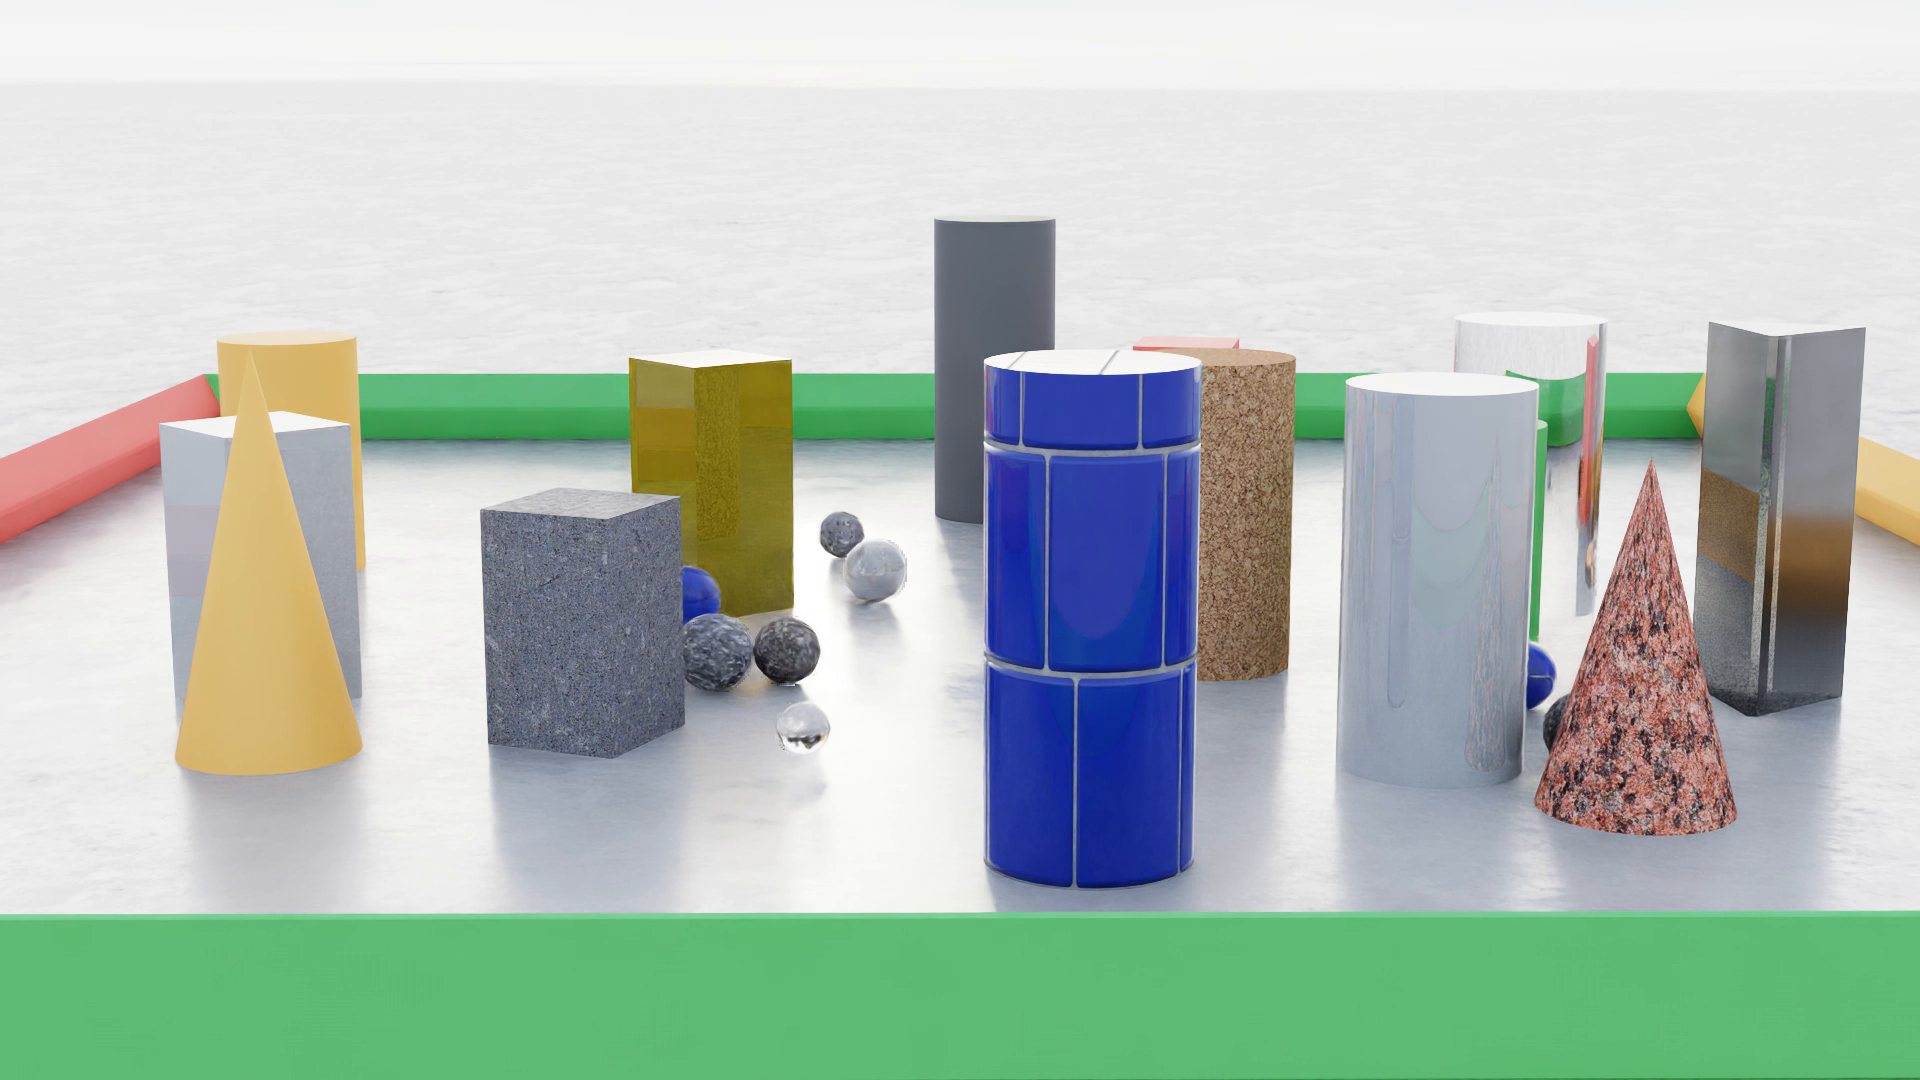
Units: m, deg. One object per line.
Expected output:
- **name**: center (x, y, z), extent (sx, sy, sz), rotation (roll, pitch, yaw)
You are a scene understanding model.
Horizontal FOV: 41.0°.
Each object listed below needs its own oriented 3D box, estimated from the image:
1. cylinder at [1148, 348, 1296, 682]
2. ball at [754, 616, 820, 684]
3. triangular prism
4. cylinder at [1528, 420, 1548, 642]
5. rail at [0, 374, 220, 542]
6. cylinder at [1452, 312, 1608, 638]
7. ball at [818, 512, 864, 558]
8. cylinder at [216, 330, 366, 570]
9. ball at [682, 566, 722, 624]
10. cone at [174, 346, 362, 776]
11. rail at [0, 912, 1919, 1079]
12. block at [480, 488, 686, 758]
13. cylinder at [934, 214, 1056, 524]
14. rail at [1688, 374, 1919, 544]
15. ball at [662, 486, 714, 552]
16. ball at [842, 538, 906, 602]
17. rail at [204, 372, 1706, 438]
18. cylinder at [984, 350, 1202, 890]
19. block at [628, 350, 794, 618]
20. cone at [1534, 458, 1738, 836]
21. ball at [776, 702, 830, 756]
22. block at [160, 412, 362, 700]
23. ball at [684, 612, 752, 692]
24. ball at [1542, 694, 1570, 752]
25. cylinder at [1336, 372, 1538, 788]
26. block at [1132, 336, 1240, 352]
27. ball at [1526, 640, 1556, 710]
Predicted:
- **cylinder**: center (0.307, -0.035, 3.130), extent (0.196, 0.379, 0.196), rotation (0, 11, 0)
- **ball**: center (-0.206, 0.131, 3.052), extent (0.080, 0.080, 0.080), rotation (0, 11, 0)
- **triangular prism**: center (0.918, -0.032, 2.969), extent (0.170, 0.432, 0.147), rotation (-8, 13, -36)
- **cylinder**: center (0.588, 0.016, 3.034), extent (0.196, 0.313, 0.196), rotation (0, 11, 0)
- **rail**: center (-1.452, 0.034, 3.441), extent (0.045, 0.127, 3.264), rotation (0, 11, 0)
- **cylinder**: center (0.740, -0.089, 3.361), extent (0.196, 0.401, 0.196), rotation (0, 11, 0)
- **ball**: center (-0.177, -0.008, 3.835), extent (0.069, 0.069, 0.069), rotation (0, 11, 0)
- **cylinder**: center (-0.971, -0.126, 3.733), extent (0.196, 0.338, 0.196), rotation (0, 11, 0)
- **ball**: center (-0.353, 0.076, 3.337), extent (0.085, 0.085, 0.085), rotation (0, 11, 0)
- **cone**: center (-0.742, 0.011, 2.719), extent (0.196, 0.437, 0.196), rotation (0, 11, 0)
- **rail**: center (0.009, 0.326, 1.868), extent (2.952, 0.127, 0.045), rotation (0, 11, 0)
- **block**: center (-0.410, 0.087, 2.802), extent (0.157, 0.259, 0.157), rotation (4, 11, 23)
- **cylinder**: center (0.056, -0.280, 4.169), extent (0.196, 0.482, 0.196), rotation (0, 11, 0)
- **rail**: center (1.452, 0.031, 3.457), extent (0.045, 0.127, 3.264), rotation (0, 11, 0)
- **ball**: center (-0.422, -0.032, 3.884), extent (0.098, 0.098, 0.098), rotation (0, 11, 0)
- **ball**: center (-0.118, 0.042, 3.519), extent (0.086, 0.086, 0.086), rotation (0, 11, 0)
- **rail**: center (-0.009, -0.261, 5.030), extent (2.952, 0.127, 0.045), rotation (0, 11, 0)
- **cylinder**: center (0.119, 0.068, 2.344), extent (0.196, 0.463, 0.196), rotation (0, 11, 0)
- **block**: center (-0.335, -0.077, 3.463), extent (0.157, 0.339, 0.157), rotation (-9, 14, -39)
- **cone**: center (0.671, 0.091, 2.518), extent (0.196, 0.353, 0.196), rotation (0, 11, 0)
- **ball**: center (-0.167, 0.201, 2.739), extent (0.057, 0.057, 0.057), rotation (0, 11, 0)
- **block**: center (-0.807, 0.025, 2.966), extent (0.157, 0.321, 0.157), rotation (-10, 14, -42)
- **ball**: center (-0.290, 0.132, 3.018), extent (0.092, 0.092, 0.092), rotation (0, 11, 0)
- **ball**: center (0.650, 0.199, 2.676), extent (0.083, 0.083, 0.083), rotation (0, 11, 0)
- **cylinder**: center (0.495, 0.037, 2.673), extent (0.196, 0.403, 0.196), rotation (0, 11, 0)
- **block**: center (0.363, -0.176, 4.138), extent (0.157, 0.288, 0.157), rotation (2, 11, 10)
- **ball**: center (0.640, 0.154, 2.929), extent (0.081, 0.081, 0.081), rotation (0, 11, 0)
